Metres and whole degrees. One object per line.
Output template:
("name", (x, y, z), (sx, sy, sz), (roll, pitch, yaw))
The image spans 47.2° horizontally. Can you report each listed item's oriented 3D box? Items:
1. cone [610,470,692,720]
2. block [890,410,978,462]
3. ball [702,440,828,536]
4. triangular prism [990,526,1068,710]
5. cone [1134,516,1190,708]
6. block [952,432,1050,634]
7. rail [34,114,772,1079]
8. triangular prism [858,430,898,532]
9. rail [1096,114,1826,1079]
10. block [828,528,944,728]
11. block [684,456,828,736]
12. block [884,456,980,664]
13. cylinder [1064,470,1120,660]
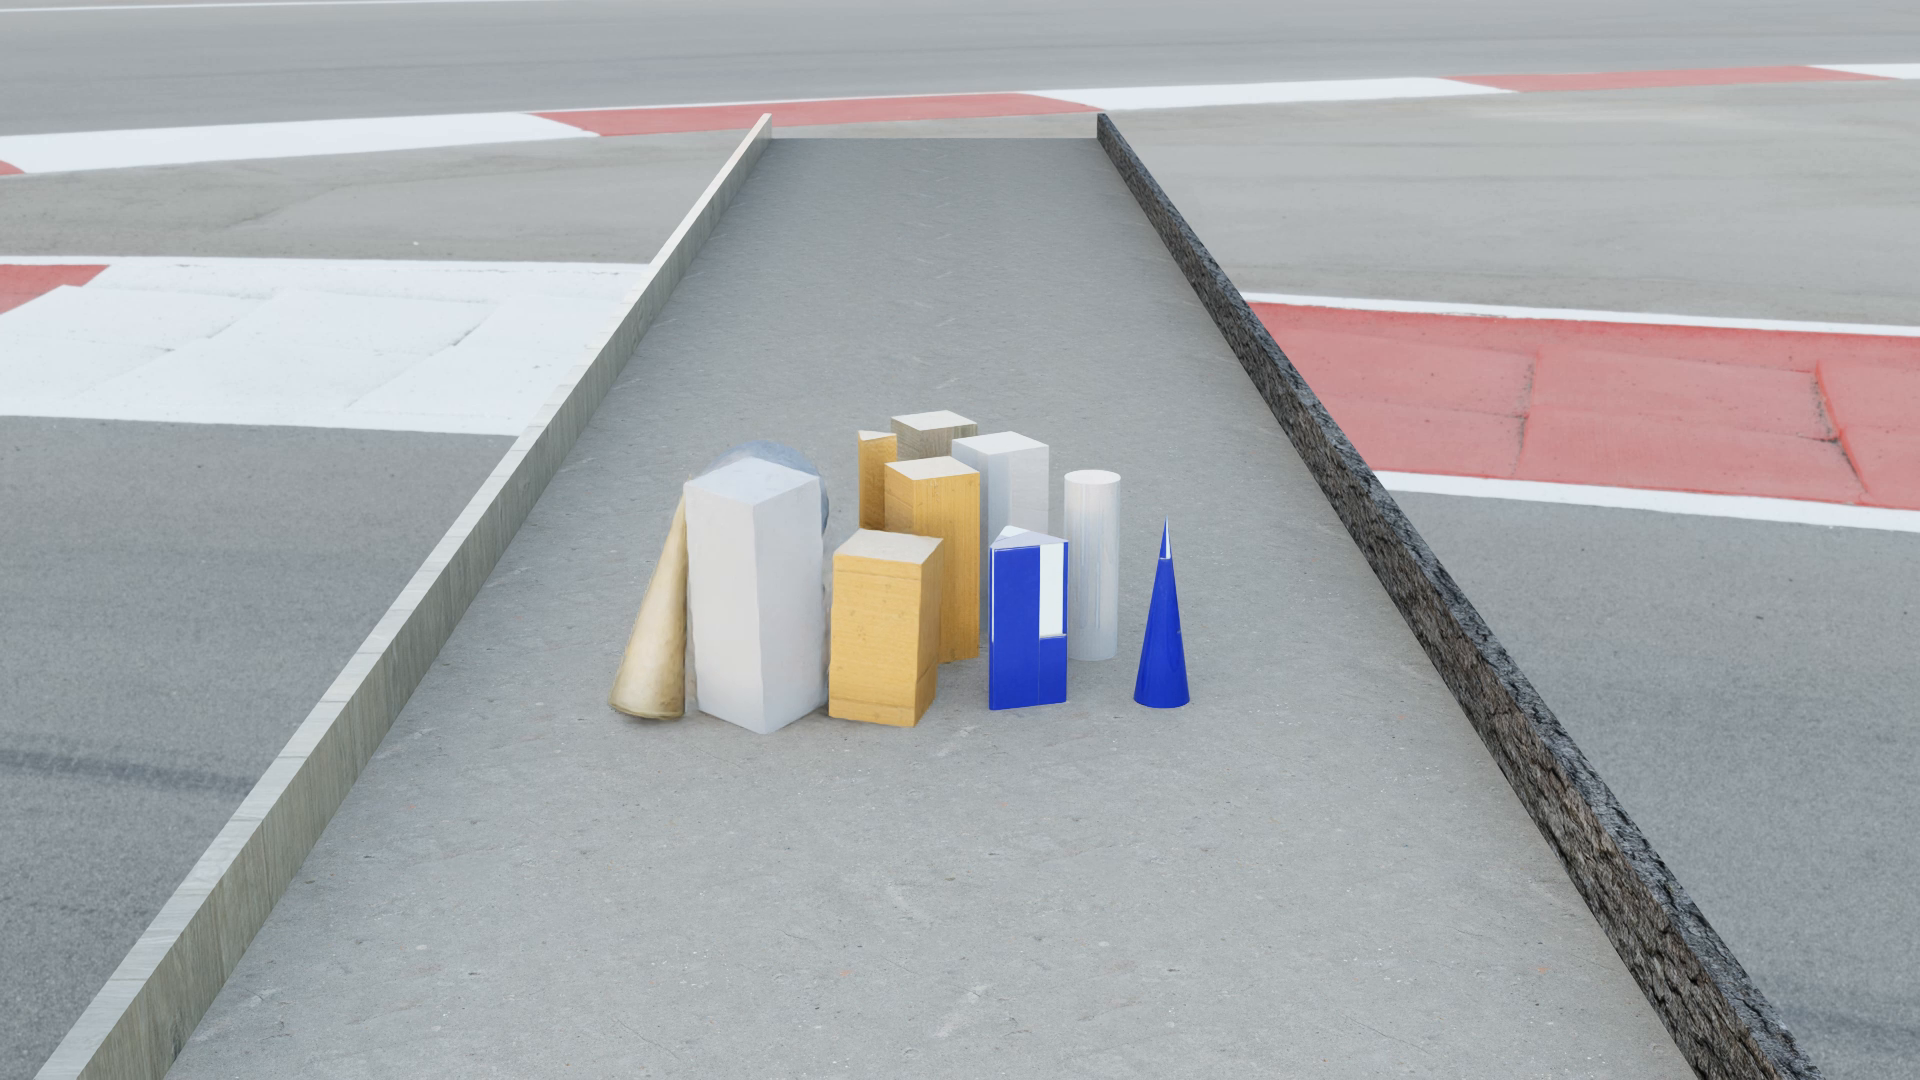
("cone", (-0.539, 0.093, 4.069), (0.141, 0.456, 0.141), (11, 9, -2))
("block", (-0.057, -0.085, 4.866), (0.141, 0.369, 0.141), (-9, 19, -27))
("ball", (-0.389, -0.063, 4.300), (0.264, 0.264, 0.264), (0, 17, 0))
("triangular prism", (0.111, 0.144, 4.184), (0.151, 0.319, 0.131), (-5, 17, -17))
("cone", (0.386, 0.127, 4.156), (0.108, 0.367, 0.108), (0, 17, 0))
("block", (0.083, -0.018, 4.615), (0.146, 0.383, 0.146), (-10, 19, -29))
("rail", (-1.118, -0.838, 7.780), (0.050, 0.150, 12.000), (0, 17, -1))
("triangular prism", (-0.189, -0.032, 4.642), (0.087, 0.395, 0.075), (-12, 21, -36))
("rail", (0.932, -0.844, 7.801), (0.050, 0.150, 12.000), (0, 17, -1))
("block", (-0.138, 0.163, 4.105), (0.165, 0.319, 0.165), (7, 18, 12))
("block", (-0.371, 0.102, 4.043), (0.173, 0.455, 0.173), (17, 29, 36))
("block", (-0.056, 0.041, 4.412), (0.143, 0.385, 0.143), (-8, 18, -24))
("cylinder", (0.263, 0.051, 4.412), (0.111, 0.367, 0.111), (0, 17, 0))
